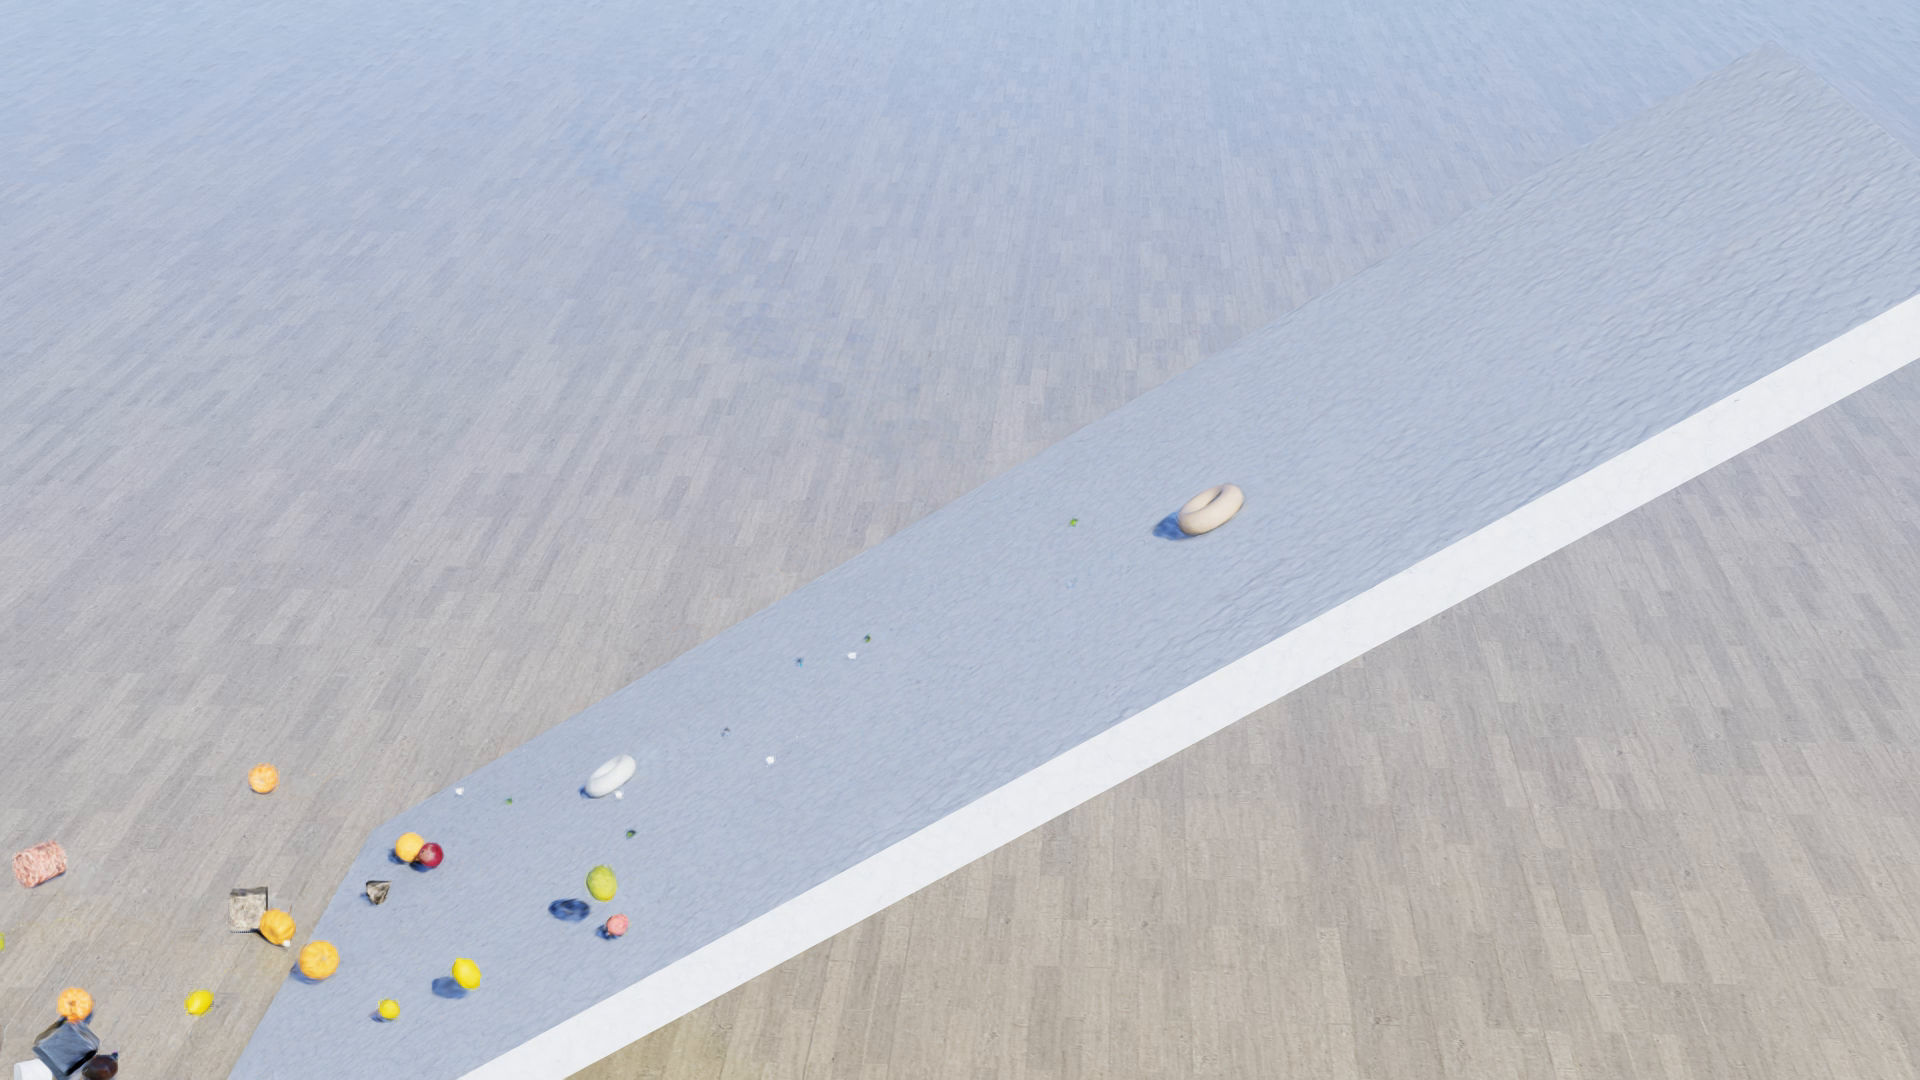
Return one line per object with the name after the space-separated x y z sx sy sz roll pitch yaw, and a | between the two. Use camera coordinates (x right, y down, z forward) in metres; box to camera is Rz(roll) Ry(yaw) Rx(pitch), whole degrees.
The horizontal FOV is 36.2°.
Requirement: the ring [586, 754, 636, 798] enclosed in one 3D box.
-0.801 0.542 6.749 0.131 0.044 0.131 -32 14 9 | ring

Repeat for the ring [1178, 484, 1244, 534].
0.509 -0.063 5.983 0.148 0.049 0.148 -30 16 9 | ring

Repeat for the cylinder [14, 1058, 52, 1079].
-2.064 1.189 6.545 0.063 0.063 0.063 -6 19 -37 | cylinder

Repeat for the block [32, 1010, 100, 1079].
-1.988 1.124 6.543 0.098 0.098 0.098 -39 13 -5 | block

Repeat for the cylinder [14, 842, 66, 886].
-2.344 0.825 7.496 0.091 0.091 0.091 12 21 32 | cylinder

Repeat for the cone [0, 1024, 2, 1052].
-2.193 1.124 6.685 0.060 0.060 0.060 28 3 -2 | cone

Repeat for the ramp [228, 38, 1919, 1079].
0.141 0.169 6.288 4.000 0.100 2.000 -29 15 13 | ramp

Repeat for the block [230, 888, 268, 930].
-1.757 0.911 7.267 0.086 0.086 0.086 -1 6 -12 | block
